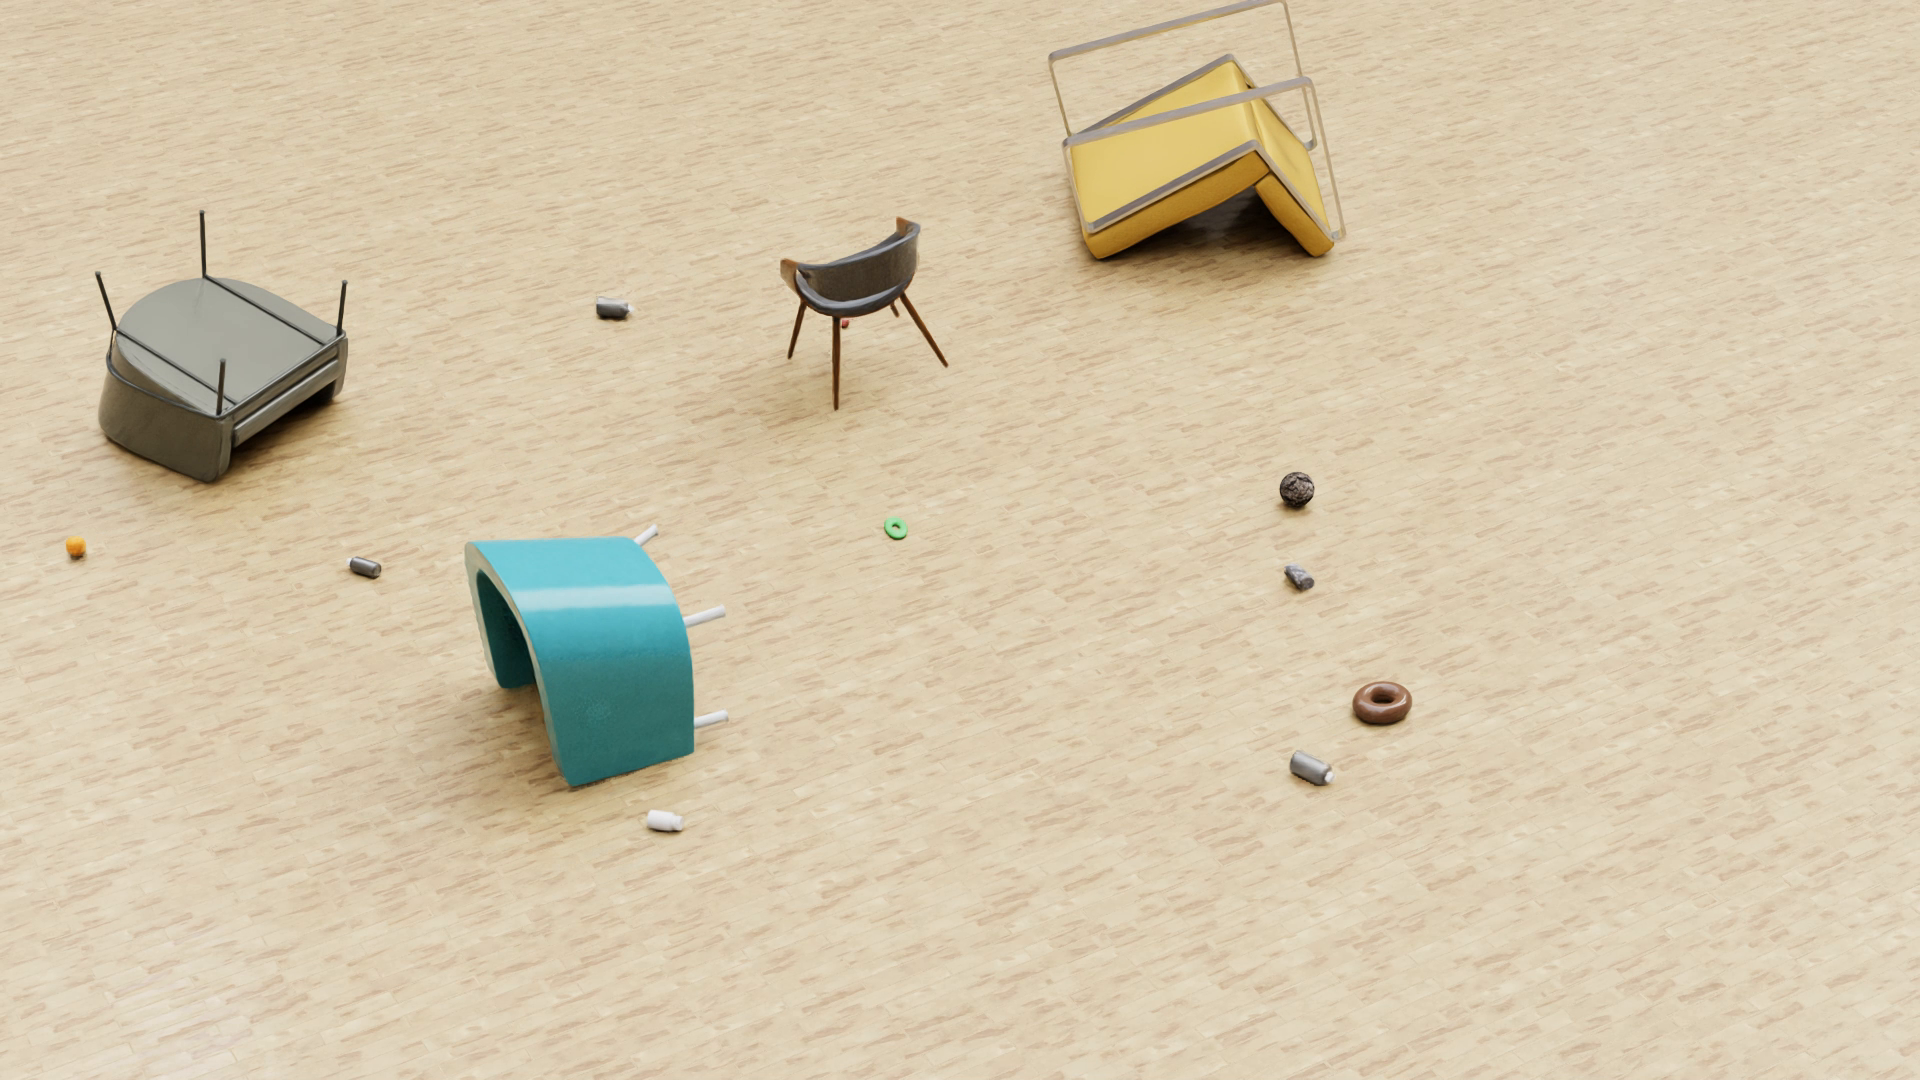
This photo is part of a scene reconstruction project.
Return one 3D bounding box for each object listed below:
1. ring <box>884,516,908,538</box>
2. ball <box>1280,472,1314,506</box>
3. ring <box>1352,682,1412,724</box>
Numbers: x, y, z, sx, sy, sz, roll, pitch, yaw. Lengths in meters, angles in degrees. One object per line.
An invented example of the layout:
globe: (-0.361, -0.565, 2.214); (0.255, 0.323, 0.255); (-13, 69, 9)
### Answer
ring: (-0.240, -0.047, 10.995); (0.085, 0.023, 0.142); (-7, 35, -12)
ball: (1.278, -0.193, 11.116); (0.133, 0.133, 0.133); (0, 33, 0)
ring: (1.446, 0.556, 10.040); (0.223, 0.068, 0.187); (-21, 40, -30)
